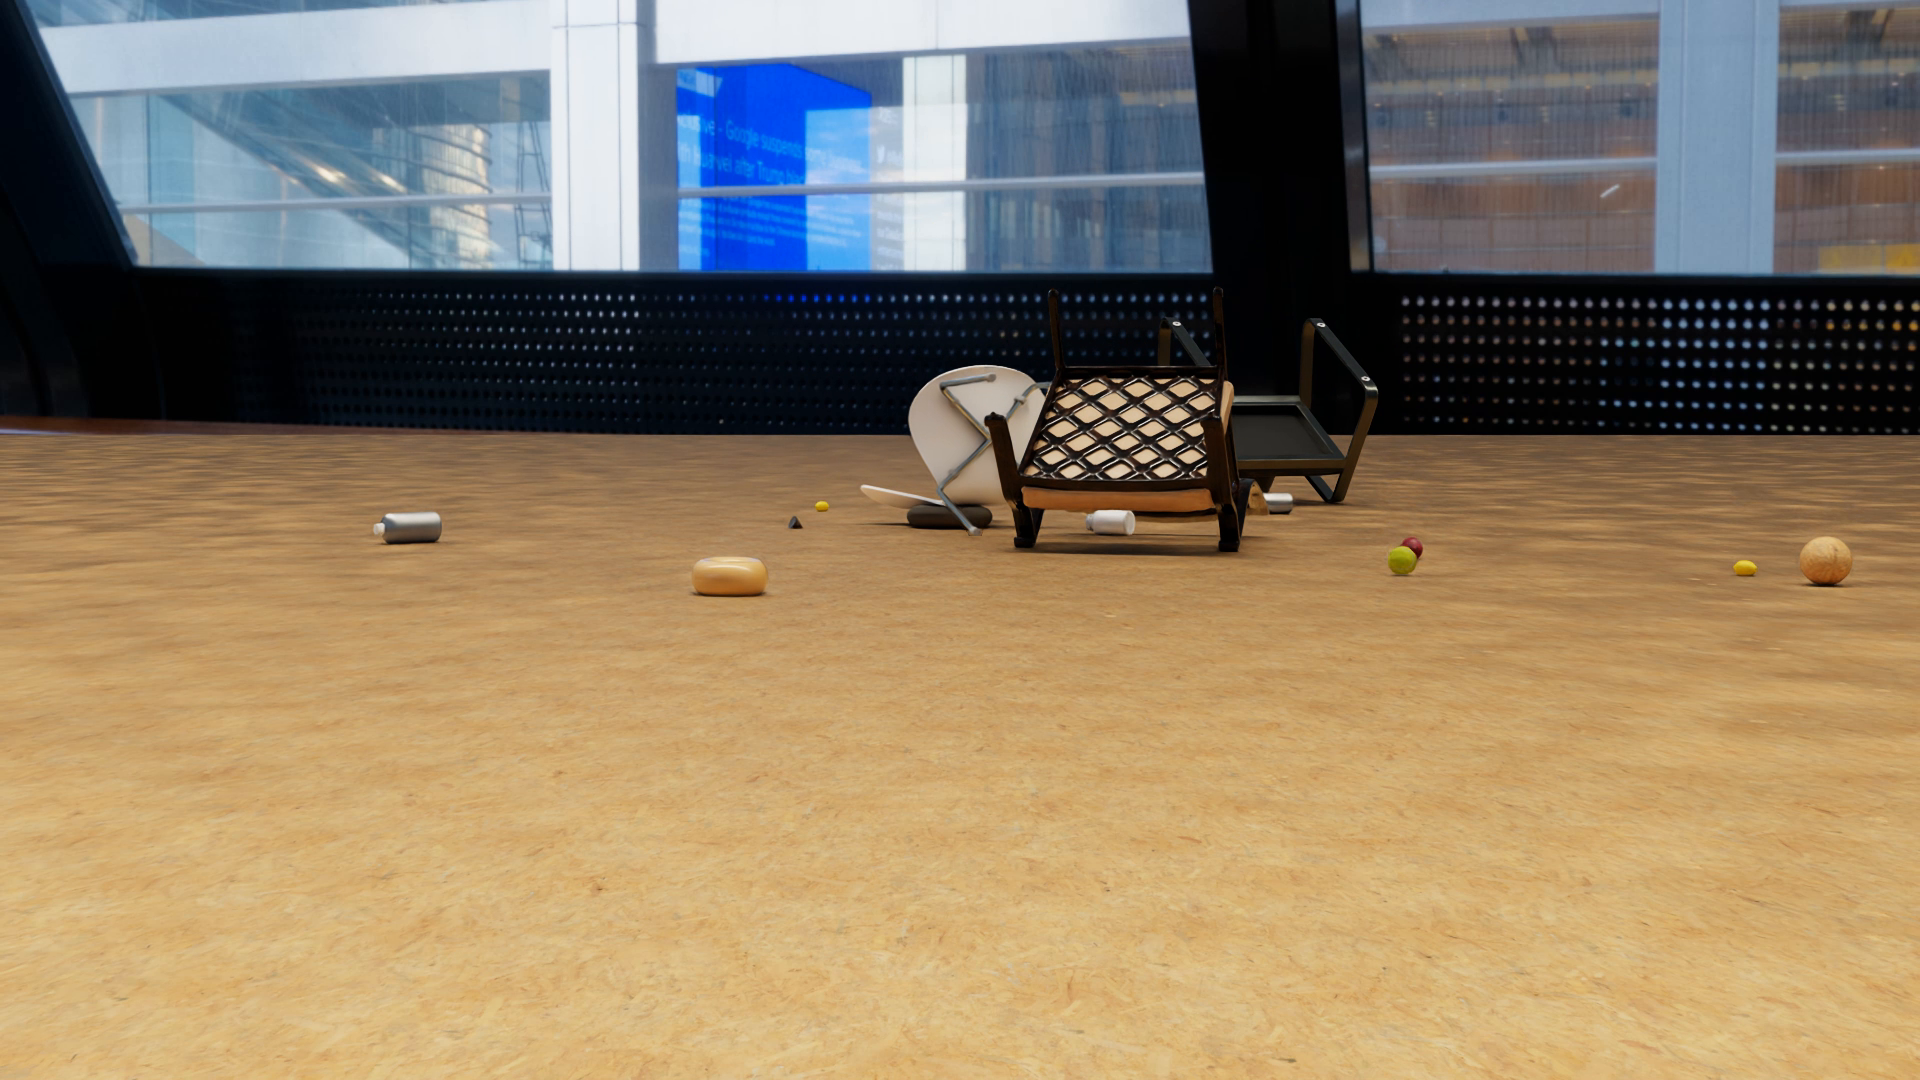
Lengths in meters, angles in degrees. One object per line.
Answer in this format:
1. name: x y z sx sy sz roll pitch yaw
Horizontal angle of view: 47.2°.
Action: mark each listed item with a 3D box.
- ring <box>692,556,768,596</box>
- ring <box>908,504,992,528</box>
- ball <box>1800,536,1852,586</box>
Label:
1. ring: -0.505 0.081 4.824 0.161 0.076 0.186 -5 7 -38
2. ring: -0.034 -0.076 7.160 0.279 0.070 0.296 0 3 -13
3. ball: 1.979 0.047 5.028 0.113 0.113 0.113 0 4 0
